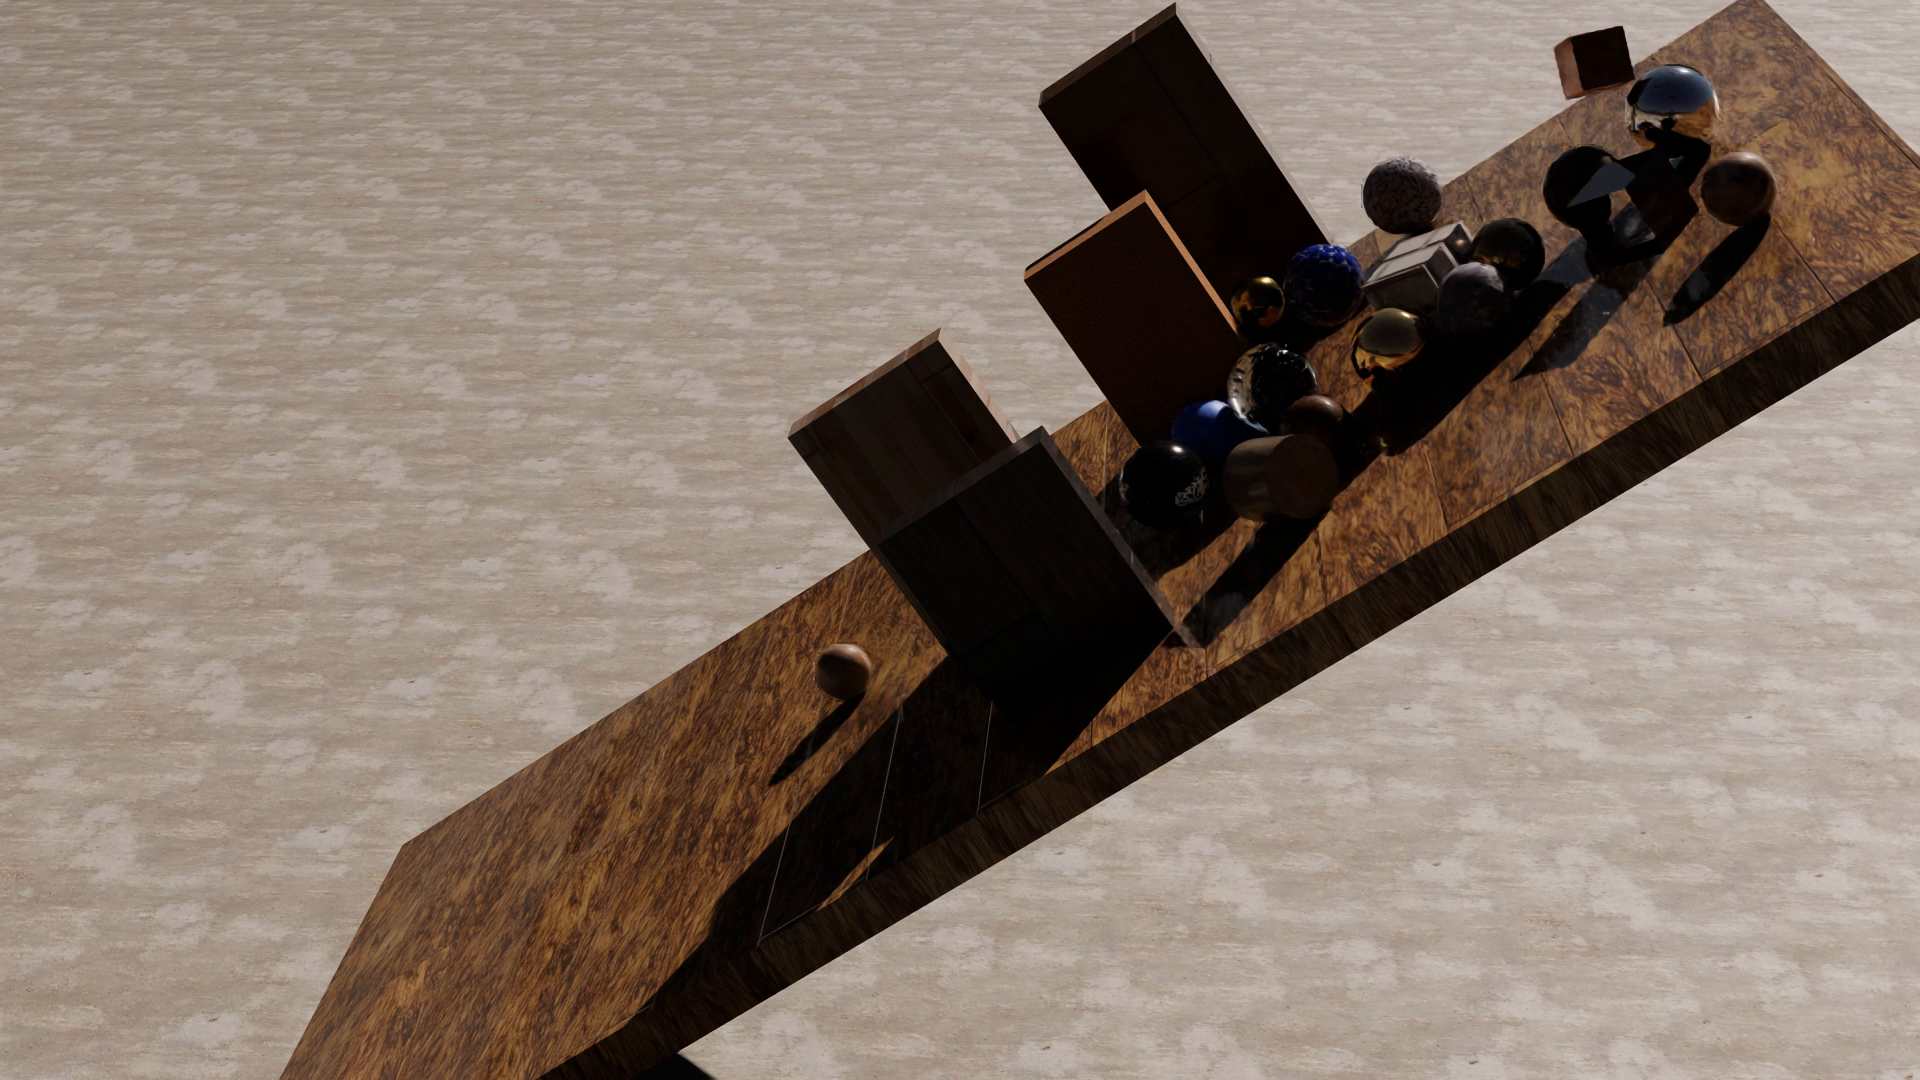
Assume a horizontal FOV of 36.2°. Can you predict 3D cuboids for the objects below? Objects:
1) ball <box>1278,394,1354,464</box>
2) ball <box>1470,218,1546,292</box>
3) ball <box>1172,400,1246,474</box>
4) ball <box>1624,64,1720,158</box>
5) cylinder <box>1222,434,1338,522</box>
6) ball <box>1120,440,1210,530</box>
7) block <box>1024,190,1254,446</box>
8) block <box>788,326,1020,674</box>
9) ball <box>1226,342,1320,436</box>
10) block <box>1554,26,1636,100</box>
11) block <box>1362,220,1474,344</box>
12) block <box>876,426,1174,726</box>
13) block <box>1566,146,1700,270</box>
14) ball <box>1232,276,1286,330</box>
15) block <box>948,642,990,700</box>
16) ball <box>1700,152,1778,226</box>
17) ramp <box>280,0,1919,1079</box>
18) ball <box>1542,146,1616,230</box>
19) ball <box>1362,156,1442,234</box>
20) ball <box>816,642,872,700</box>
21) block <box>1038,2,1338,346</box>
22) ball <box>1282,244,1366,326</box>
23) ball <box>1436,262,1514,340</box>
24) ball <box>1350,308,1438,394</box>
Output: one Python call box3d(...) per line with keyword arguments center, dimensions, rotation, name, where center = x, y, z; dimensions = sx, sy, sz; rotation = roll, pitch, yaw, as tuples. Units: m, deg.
box3d(center=(0.697, -0.210, 5.748), dimensions=(0.147, 0.147, 0.147), rotation=(0, 21, 0), name="ball")
box3d(center=(1.104, -0.575, 5.929), dimensions=(0.150, 0.150, 0.150), rotation=(0, 21, 0), name="ball")
box3d(center=(0.519, -0.216, 6.143), dimensions=(0.155, 0.155, 0.155), rotation=(0, 21, 0), name="ball")
box3d(center=(1.452, -0.874, 5.997), dimensions=(0.190, 0.190, 0.190), rotation=(0, 21, 0), name="ball")
box3d(center=(0.612, -0.118, 5.630), dimensions=(0.162, 0.162, 0.162), rotation=(-10, 3, -25), name="cylinder")
box3d(center=(0.417, -0.111, 5.996), dimensions=(0.185, 0.185, 0.185), rotation=(0, 21, 0), name="ball")
box3d(center=(0.417, -0.429, 6.249), dimensions=(0.306, 0.545, 0.100), rotation=(-32, 16, 15), name="block")
box3d(center=(-0.015, -0.074, 5.989), dimensions=(0.372, 0.623, 0.089), rotation=(-32, 16, 15), name="block")
box3d(center=(0.647, -0.311, 6.073), dimensions=(0.193, 0.193, 0.193), rotation=(0, 21, 0), name="ball")
box3d(center=(1.302, -0.980, 6.043), dimensions=(0.113, 0.113, 0.113), rotation=(-13, 0, -6), name="block")
box3d(center=(0.970, -0.517, 6.018), dimensions=(0.172, 0.172, 0.172), rotation=(-17, 24, 50), name="block")
box3d(center=(0.127, 0.071, 5.587), dimensions=(0.372, 0.447, 0.096), rotation=(-32, 16, 15), name="block")
box3d(center=(1.305, -0.642, 5.705), dimensions=(0.151, 0.151, 0.151), rotation=(-15, 26, 53), name="block")
box3d(center=(0.639, -0.509, 6.297), dimensions=(0.116, 0.116, 0.116), rotation=(0, 21, 0), name="ball")
box3d(center=(0.080, 0.202, 5.882), dimensions=(0.140, 0.140, 0.140), rotation=(-31, 16, 18), name="block")
box3d(center=(1.444, -0.651, 5.451), dimensions=(0.138, 0.138, 0.138), rotation=(0, 21, 0), name="ball")
box3d(center=(0.136, 0.173, 6.304), dimensions=(4.000, 0.100, 2.000), rotation=(-32, 16, 15), name="ramp")
box3d(center=(1.267, -0.713, 5.961), dimensions=(0.169, 0.169, 0.169), rotation=(0, 21, 0), name="ball")
box3d(center=(1.011, -0.788, 6.722), dimensions=(0.180, 0.180, 0.180), rotation=(0, 21, 0), name="ball")
box3d(center=(-0.253, 0.286, 6.392), dimensions=(0.123, 0.123, 0.123), rotation=(0, 21, 0), name="ball")
box3d(center=(0.543, -0.783, 6.621), dimensions=(0.364, 0.759, 0.146), rotation=(-32, 16, 15), name="block")
box3d(center=(0.769, -0.539, 6.222), dimensions=(0.175, 0.175, 0.175), rotation=(0, 21, 0), name="ball")
box3d(center=(1.015, -0.470, 5.796), dimensions=(0.154, 0.154, 0.154), rotation=(0, 21, 0), name="ball")
box3d(center=(0.861, -0.376, 5.836), dimensions=(0.173, 0.173, 0.173), rotation=(0, 21, 0), name="ball")
